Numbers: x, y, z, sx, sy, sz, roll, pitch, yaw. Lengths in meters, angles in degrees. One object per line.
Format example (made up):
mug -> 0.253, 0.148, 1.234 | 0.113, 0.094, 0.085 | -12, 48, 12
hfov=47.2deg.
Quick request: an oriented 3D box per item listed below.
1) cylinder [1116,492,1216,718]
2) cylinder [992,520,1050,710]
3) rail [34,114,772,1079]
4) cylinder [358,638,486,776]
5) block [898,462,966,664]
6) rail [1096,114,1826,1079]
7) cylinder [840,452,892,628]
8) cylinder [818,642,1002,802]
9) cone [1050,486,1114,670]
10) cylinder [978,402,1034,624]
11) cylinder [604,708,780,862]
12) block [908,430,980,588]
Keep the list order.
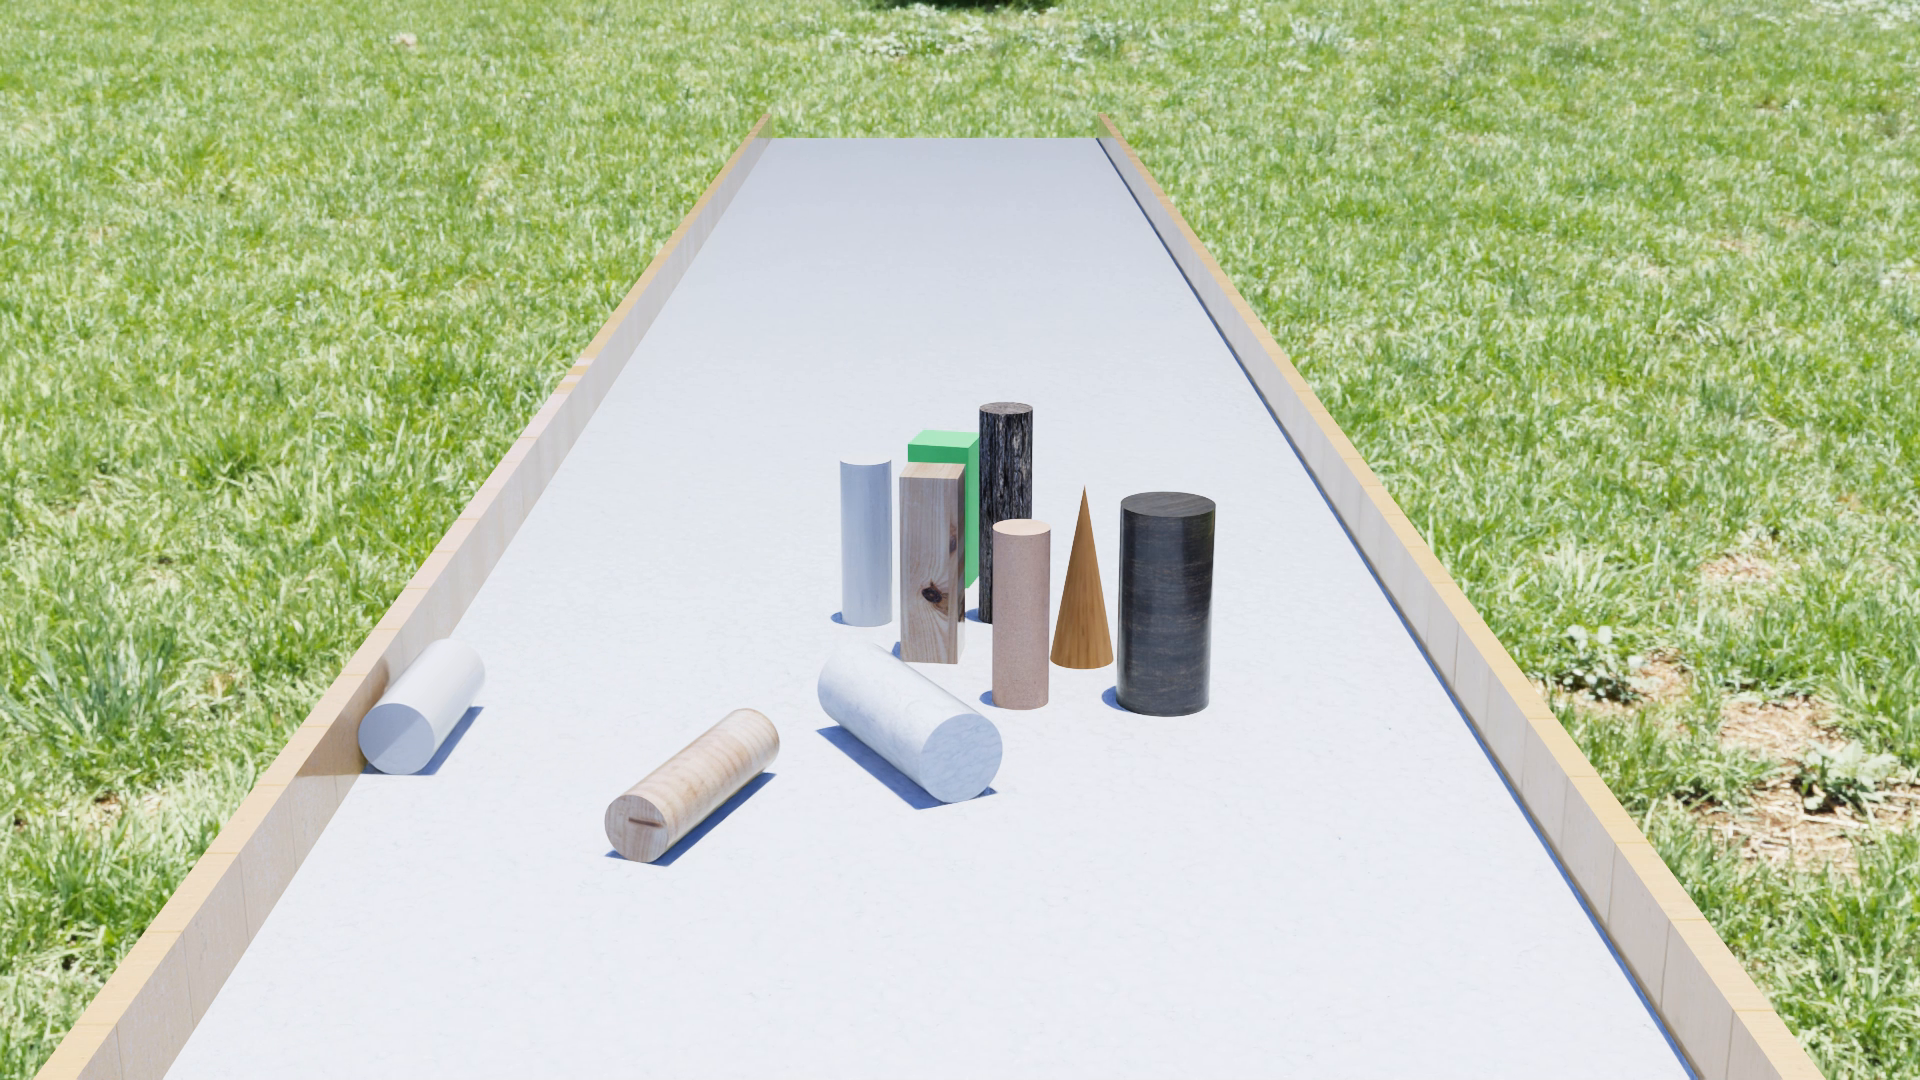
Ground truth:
cylinder -> 0.387, 0.119, 4.142 | 0.178, 0.389, 0.178 | 0, 17, 0
cylinder -> 0.115, 0.141, 4.148 | 0.108, 0.345, 0.108 | 0, 17, 0
rail -> -1.118, -0.838, 7.780 | 0.050, 0.150, 12.000 | 0, 17, -1
cylinder -> -0.970, 0.298, 3.986 | 0.135, 0.135, 0.338 | 1, 17, 3
block -> -0.054, 0.046, 4.398 | 0.115, 0.384, 0.115 | 2, 17, 7
rail -> 0.932, -0.844, 7.801 | 0.050, 0.150, 12.000 | 0, 17, -1
cylinder -> -0.196, -0.001, 4.612 | 0.108, 0.352, 0.108 | 0, 17, 0
cylinder -> -0.094, 0.316, 3.884 | 0.160, 0.160, 0.413 | -9, 19, -27
cone -> 0.245, 0.064, 4.372 | 0.129, 0.365, 0.129 | 0, 17, 0
cylinder -> 0.095, -0.054, 4.609 | 0.112, 0.456, 0.112 | 0, 17, 0
cylinder -> -0.440, 0.403, 3.668 | 0.116, 0.116, 0.409 | 6, 18, 20
block -> -0.031, -0.070, 4.898 | 0.138, 0.322, 0.138 | 4, 17, 13
